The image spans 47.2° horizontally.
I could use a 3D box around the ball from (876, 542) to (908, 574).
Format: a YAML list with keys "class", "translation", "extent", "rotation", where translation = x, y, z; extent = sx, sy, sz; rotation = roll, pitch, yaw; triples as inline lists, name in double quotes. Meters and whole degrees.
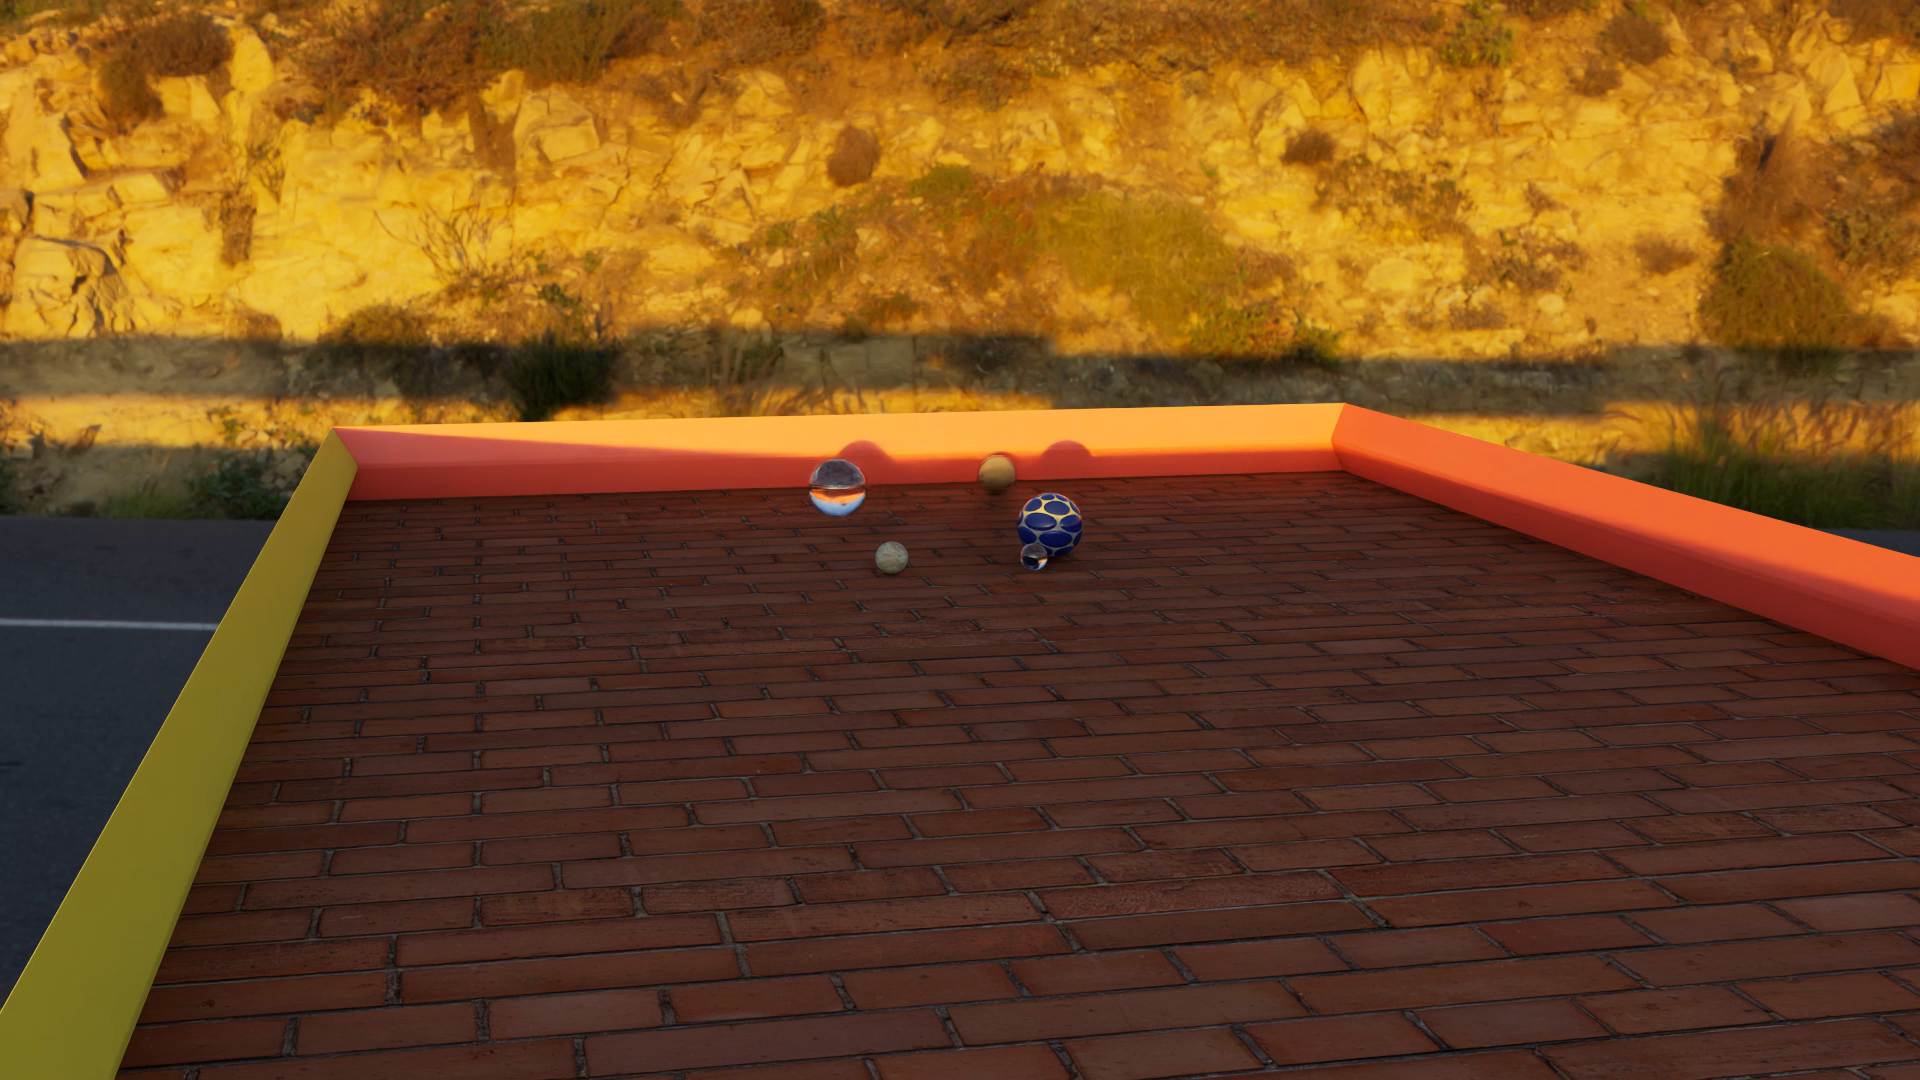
- class: "ball"
  translation: [-0.099, 0.026, 3.178]
  extent: [0.048, 0.048, 0.048]
  rotation: [0, 10, 0]

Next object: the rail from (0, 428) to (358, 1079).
- class: "rail"
  translation: [-0.724, 0.141, 2.242]
  extent: [0.045, 0.129, 3.406]
  rotation: [-2, 10, -12]

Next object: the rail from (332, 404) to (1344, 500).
- class: "rail"
  translation: [-0.175, -0.164, 4.053]
  extent: [1.897, 0.129, 0.045]
  rotation: [-2, 10, -12]

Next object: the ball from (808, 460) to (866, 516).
- class: "ball"
  translation: [-0.206, -0.087, 3.701]
  extent: [0.097, 0.097, 0.097]
  rotation: [0, 10, 0]

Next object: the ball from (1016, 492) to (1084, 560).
- class: "ball"
  translation: [0.135, -0.021, 3.300]
  extent: [0.099, 0.099, 0.099]
  rotation: [0, 10, 0]

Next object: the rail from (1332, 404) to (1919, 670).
- class: "rail"
  translation: [1.084, 0.076, 2.628]
  extent: [0.045, 0.129, 3.406]
  rotation: [-2, 10, -12]

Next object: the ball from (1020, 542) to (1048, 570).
- class: "ball"
  translation: [0.108, 0.024, 3.209]
  extent: [0.041, 0.041, 0.041]
  rotation: [0, 10, 0]

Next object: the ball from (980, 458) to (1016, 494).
- class: "ball"
  translation: [0.067, -0.116, 3.970]
  extent: [0.065, 0.065, 0.065]
  rotation: [0, 10, 0]
